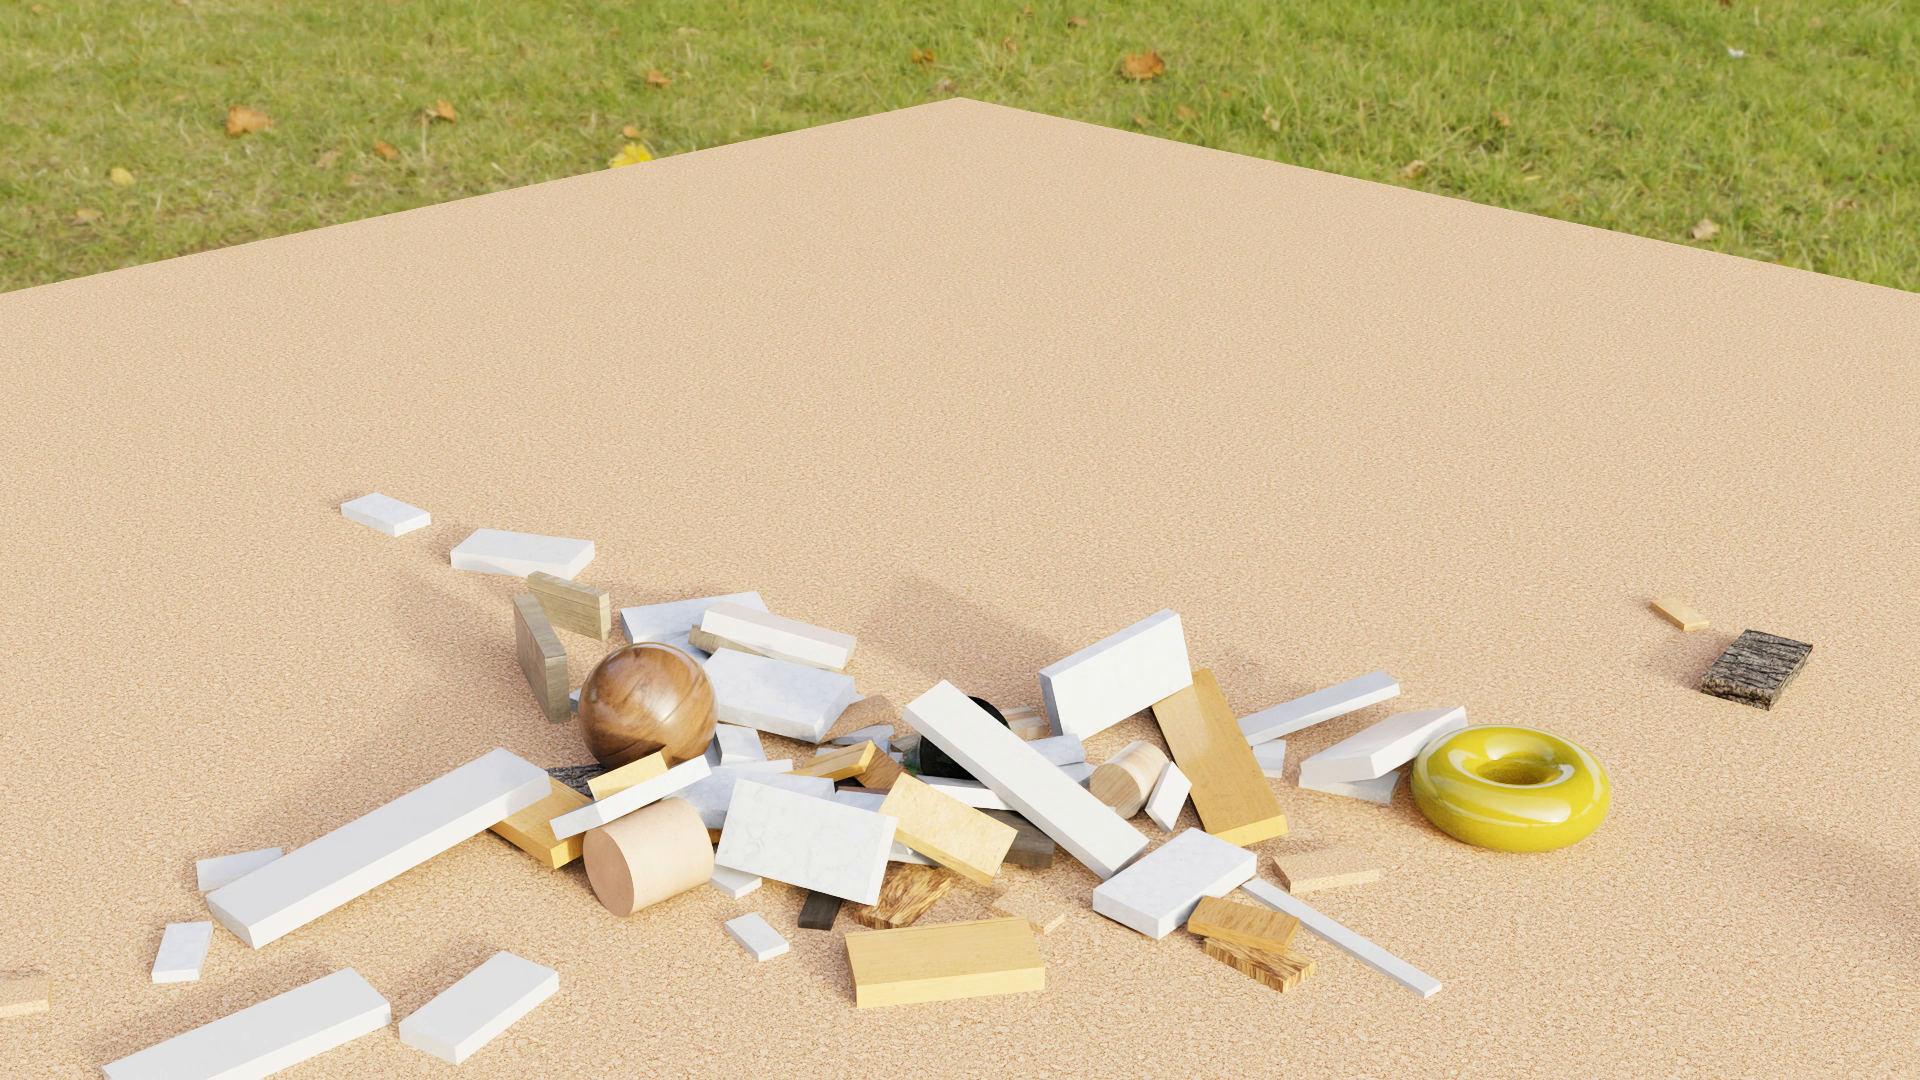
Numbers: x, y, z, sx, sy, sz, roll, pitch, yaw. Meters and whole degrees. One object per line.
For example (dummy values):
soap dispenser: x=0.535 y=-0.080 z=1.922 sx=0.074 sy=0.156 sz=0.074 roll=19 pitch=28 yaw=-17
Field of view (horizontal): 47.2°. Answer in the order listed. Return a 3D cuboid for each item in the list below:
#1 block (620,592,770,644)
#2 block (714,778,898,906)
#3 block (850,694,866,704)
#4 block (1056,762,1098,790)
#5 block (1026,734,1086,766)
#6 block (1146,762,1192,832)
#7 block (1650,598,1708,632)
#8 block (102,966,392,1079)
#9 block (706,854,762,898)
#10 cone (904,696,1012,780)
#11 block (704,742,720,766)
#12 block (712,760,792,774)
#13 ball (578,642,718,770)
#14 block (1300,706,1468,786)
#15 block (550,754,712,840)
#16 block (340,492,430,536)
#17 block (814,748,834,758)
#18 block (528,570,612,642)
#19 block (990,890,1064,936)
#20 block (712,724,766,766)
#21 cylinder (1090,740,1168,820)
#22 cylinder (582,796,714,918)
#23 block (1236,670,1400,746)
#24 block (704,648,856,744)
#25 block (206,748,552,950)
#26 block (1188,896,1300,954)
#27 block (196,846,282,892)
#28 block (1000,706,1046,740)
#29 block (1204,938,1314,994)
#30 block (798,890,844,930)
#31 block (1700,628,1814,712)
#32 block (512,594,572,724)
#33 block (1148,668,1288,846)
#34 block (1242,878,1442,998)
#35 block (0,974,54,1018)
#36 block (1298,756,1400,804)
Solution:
block: x=-0.627 y=0.197 z=5.236 sx=0.334 sy=0.047 sz=0.167 roll=-7 pitch=24 yaw=-17
block: x=-0.292 y=0.568 z=4.152 sx=0.334 sy=0.167 sz=0.047 roll=10 pitch=-9 yaw=27
block: x=-0.204 y=0.370 z=4.870 sx=0.101 sy=0.014 sz=0.050 roll=16 pitch=28 yaw=34
block: x=0.200 y=0.502 z=4.544 sx=0.091 sy=0.026 sz=0.182 roll=19 pitch=29 yaw=37
block: x=0.162 y=0.450 z=4.618 sx=0.190 sy=0.027 sz=0.095 roll=-10 pitch=16 yaw=-4
block: x=0.419 y=0.516 z=4.414 sx=0.019 sy=0.067 sz=0.134 roll=-25 pitch=24 yaw=40
block: x=1.738 y=0.180 z=5.312 sx=0.067 sy=0.019 sz=0.140 roll=-7 pitch=24 yaw=-16
block: x=-1.196 y=0.850 z=3.706 sx=0.443 sy=0.041 sz=0.145 roll=-19 pitch=29 yaw=-37
block: x=-0.449 y=0.644 z=4.218 sx=0.131 sy=0.018 sz=0.065 roll=20 pitch=30 yaw=39
cone: x=-0.051 y=0.454 z=4.553 sx=0.242 sy=0.242 sz=0.242 roll=-18 pitch=2 yaw=-36
block: x=-0.499 y=0.467 z=4.627 sx=0.093 sy=0.026 sz=0.186 roll=-17 pitch=28 yaw=-35
block: x=-0.433 y=0.493 z=4.520 sx=0.180 sy=0.065 sz=0.018 roll=-5 pitch=-17 yaw=-11
ball: x=-0.645 y=0.355 z=4.553 sx=0.290 sy=0.290 sz=0.290 roll=0 pitch=23 yaw=0
block: x=0.883 y=0.424 z=4.558 sx=0.167 sy=0.047 sz=0.402 roll=-12 pitch=3 yaw=41
block: x=-0.628 y=0.492 z=4.206 sx=0.145 sy=0.041 sz=0.291 roll=-23 pitch=-1 yaw=40
block: x=-1.537 y=-0.069 z=5.882 sx=0.230 sy=0.033 sz=0.115 roll=18 pitch=29 yaw=36
block: x=-0.283 y=0.470 z=4.634 sx=0.050 sy=0.014 sz=0.101 roll=3 pitch=23 yaw=7
block: x=-0.932 y=0.157 z=5.244 sx=0.230 sy=0.115 sz=0.033 roll=15 pitch=27 yaw=31
block: x=0.125 y=0.695 z=4.100 sx=0.125 sy=0.018 sz=0.063 roll=17 pitch=28 yaw=35
block: x=-0.466 y=0.435 z=4.623 sx=0.093 sy=0.026 sz=0.186 roll=9 pitch=13 yaw=-15
cylinder: x=0.347 y=0.486 z=4.462 sx=0.120 sy=0.120 sz=0.120 roll=16 pitch=28 yaw=32
cylinder: x=-0.586 y=0.595 z=4.134 sx=0.176 sy=0.176 sz=0.176 roll=-18 pitch=29 yaw=-37
block: x=0.755 y=0.366 z=4.738 sx=0.378 sy=0.026 sz=0.091 roll=-18 pitch=19 yaw=-7
block: x=-0.418 y=0.335 z=4.775 sx=0.346 sy=0.049 sz=0.173 roll=11 pitch=39 yaw=26
block: x=-1.104 y=0.581 z=4.223 sx=0.650 sy=0.049 sz=0.173 roll=-27 pitch=31 yaw=-36
block: x=0.517 y=0.701 z=4.010 sx=0.182 sy=0.026 sz=0.091 roll=10 pitch=25 yaw=23
block: x=-1.386 y=0.634 z=4.239 sx=0.157 sy=0.022 sz=0.079 roll=-8 pitch=24 yaw=-19
block: x=0.081 y=0.409 z=4.763 sx=0.190 sy=0.027 sz=0.095 roll=-9 pitch=25 yaw=-21
block: x=0.538 y=0.750 z=3.959 sx=0.091 sy=0.026 sz=0.182 roll=-21 pitch=31 yaw=-40
block: x=-0.259 y=0.687 z=4.118 sx=0.063 sy=0.018 sz=0.125 roll=4 pitch=23 yaw=9
block: x=1.819 y=0.293 z=5.014 sx=0.153 sy=0.043 sz=0.307 roll=16 pitch=28 yaw=33
block: x=-0.938 y=0.264 z=4.926 sx=0.047 sy=0.167 sz=0.334 roll=-9 pitch=25 yaw=-21
block: x=0.525 y=0.449 z=4.598 sx=0.153 sy=0.043 sz=0.652 roll=-16 pitch=24 yaw=-1
block: x=0.693 y=0.725 z=4.035 sx=0.045 sy=0.013 sz=0.451 roll=-17 pitch=28 yaw=-35
block: x=-1.673 y=0.803 z=3.841 sx=0.158 sy=0.022 sz=0.079 roll=-7 pitch=24 yaw=-15
block: x=0.807 y=0.496 z=4.557 sx=0.190 sy=0.027 sz=0.095 roll=9 pitch=25 yaw=21
